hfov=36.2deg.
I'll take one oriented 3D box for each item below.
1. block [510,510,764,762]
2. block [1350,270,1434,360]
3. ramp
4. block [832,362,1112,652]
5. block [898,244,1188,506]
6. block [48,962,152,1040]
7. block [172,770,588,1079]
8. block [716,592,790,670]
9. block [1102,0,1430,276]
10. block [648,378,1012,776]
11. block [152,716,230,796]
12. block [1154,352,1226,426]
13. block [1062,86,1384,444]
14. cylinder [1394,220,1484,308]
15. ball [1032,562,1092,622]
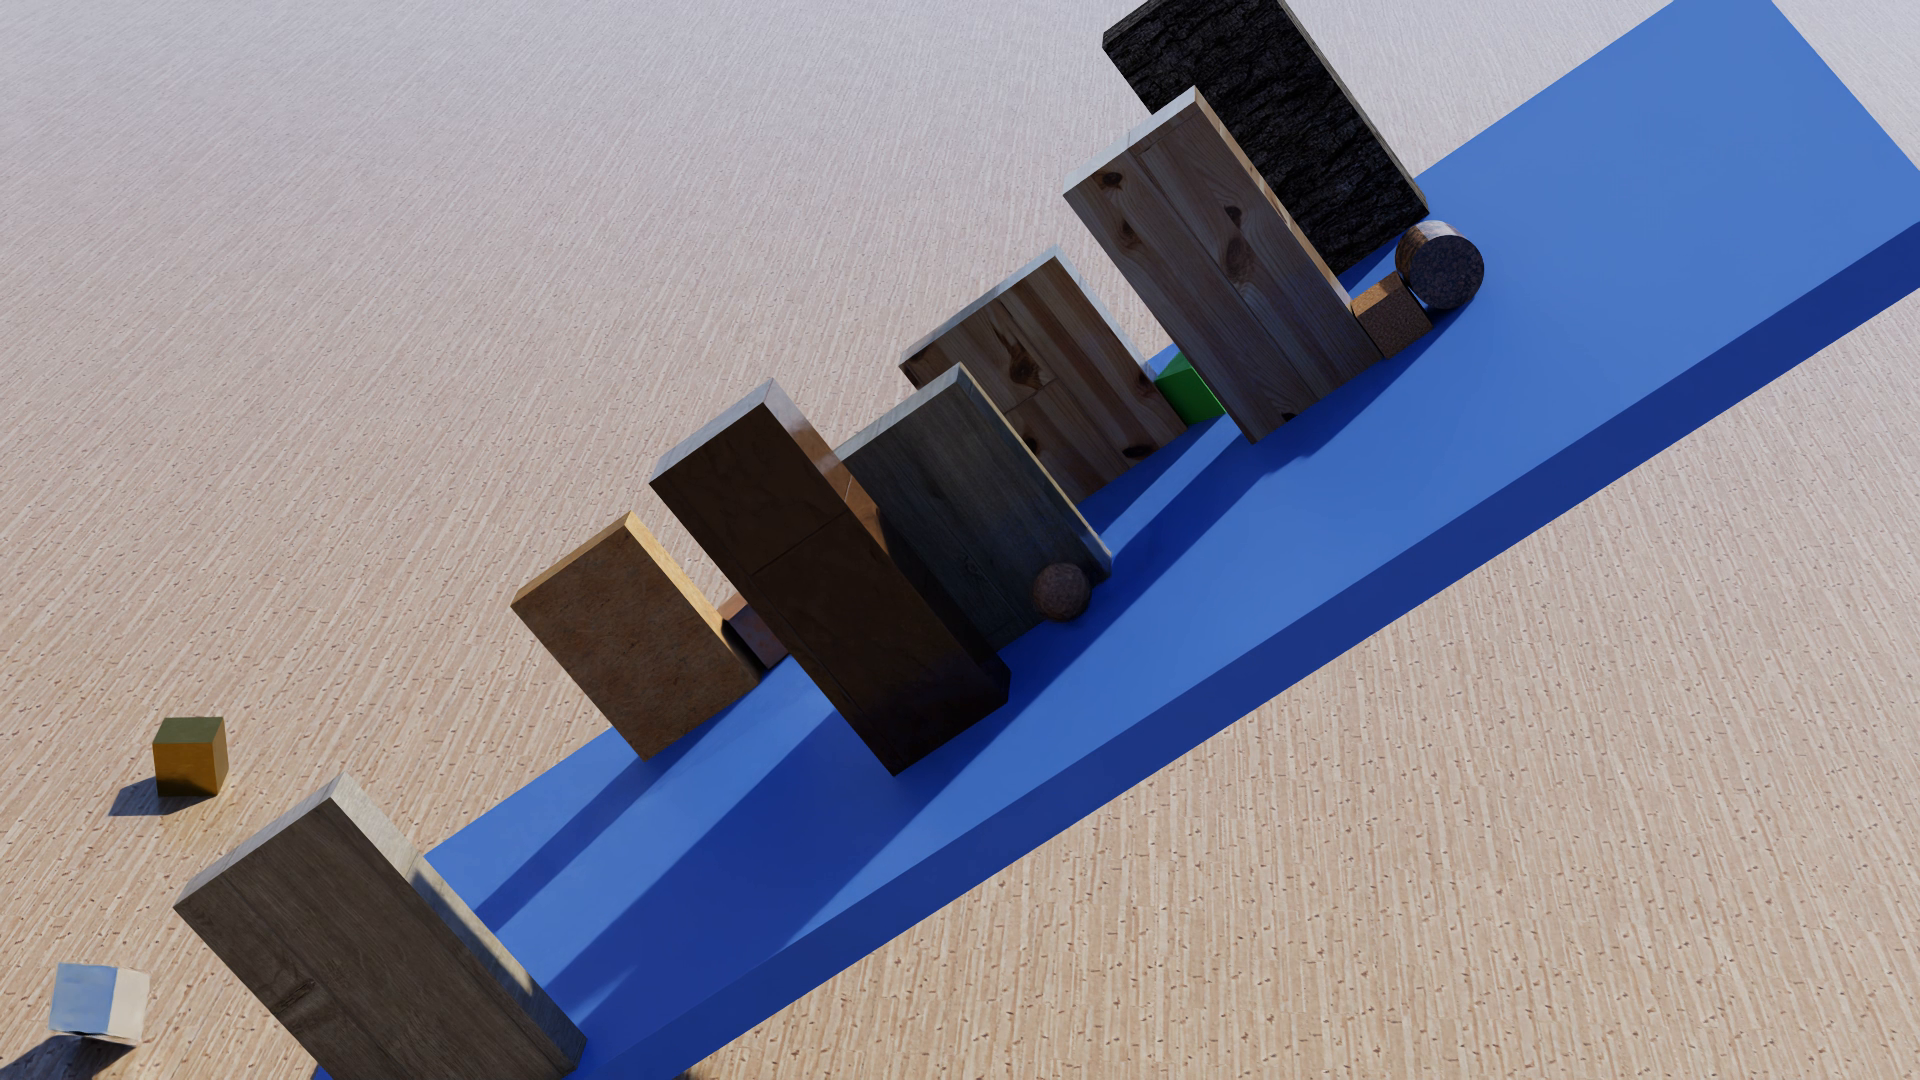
[{"bbox_3d":[-0.774,0.234,7.070,0.359,0.508,0.097,-34,16,16],"label":"block"},{"bbox_3d":[0.883,-0.460,6.013,0.114,0.114,0.114,-35,16,13],"label":"block"},{"bbox_3d":[0.129,0.179,6.321,4.000,0.100,2.000,-34,16,16],"label":"ramp"},{"bbox_3d":[0.002,-0.041,6.061,0.384,0.523,0.123,-34,16,16],"label":"block"},{"bbox_3d":[0.186,-0.331,6.514,0.430,0.493,0.095,-34,16,16],"label":"block"},{"bbox_3d":[-2.060,1.106,7.044,0.158,0.158,0.158,2,-14,15],"label":"block"},{"bbox_3d":[-1.124,0.846,5.729,0.414,0.727,0.108,-34,16,16],"label":"block"},{"bbox_3d":[-0.470,0.193,7.145,0.162,0.162,0.162,-41,16,-9],"label":"block"},{"bbox_3d":[0.690,-0.940,6.628,0.371,0.741,0.147,-34,16,16],"label":"block"},{"bbox_3d":[-0.250,0.078,5.815,0.286,0.778,0.144,-34,16,16],"label":"block"},{"bbox_3d":[-2.176,0.612,8.321,0.167,0.167,0.167,-1,23,-2],"label":"block"},{"bbox_3d":[0.538,-0.354,6.467,0.129,0.129,0.129,-18,26,53],"label":"block"},{"bbox_3d":[0.541,-0.560,6.036,0.328,0.664,0.130,-34,16,16],"label":"block"},{"bbox_3d":[0.980,-0.564,6.014,0.153,0.153,0.153,-1,17,-3],"label":"cylinder"},{"bbox_3d":[0.205,0.105,5.944,0.120,0.120,0.120,0,23,0],"label":"ball"}]
